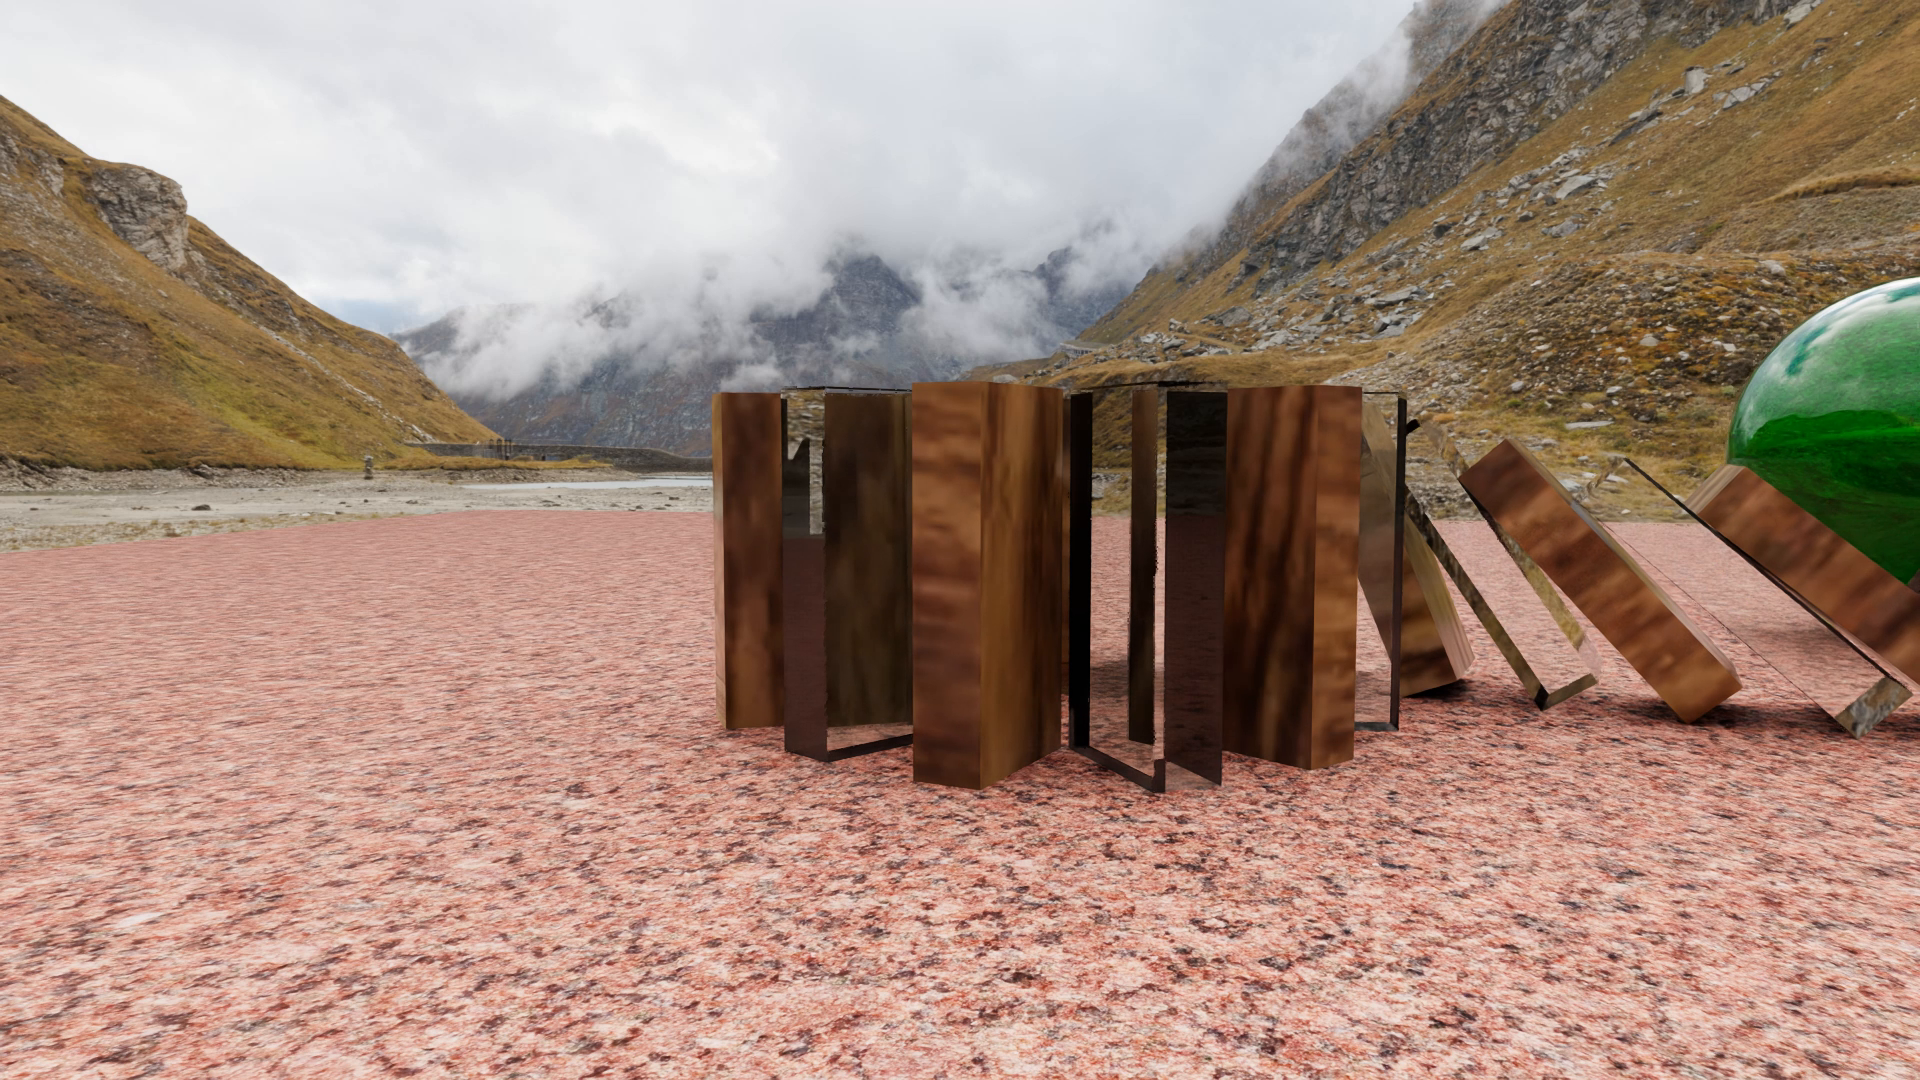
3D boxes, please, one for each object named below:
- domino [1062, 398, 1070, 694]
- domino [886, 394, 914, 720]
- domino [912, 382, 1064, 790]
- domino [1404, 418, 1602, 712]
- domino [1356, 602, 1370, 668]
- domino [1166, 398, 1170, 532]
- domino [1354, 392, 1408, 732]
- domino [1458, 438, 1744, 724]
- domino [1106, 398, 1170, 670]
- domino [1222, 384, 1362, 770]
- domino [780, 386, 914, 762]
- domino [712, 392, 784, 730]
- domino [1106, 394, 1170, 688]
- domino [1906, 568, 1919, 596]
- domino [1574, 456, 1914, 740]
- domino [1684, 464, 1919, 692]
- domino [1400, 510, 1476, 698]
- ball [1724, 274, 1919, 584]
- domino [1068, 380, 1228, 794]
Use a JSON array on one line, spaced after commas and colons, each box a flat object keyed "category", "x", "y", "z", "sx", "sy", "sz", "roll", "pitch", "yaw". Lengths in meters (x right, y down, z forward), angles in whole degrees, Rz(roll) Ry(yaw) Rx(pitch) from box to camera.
[{"category": "domino", "x": 0.017, "y": 0.000, "z": 0.229, "sx": 0.009, "sy": 0.050, "sz": 0.025, "roll": -2, "pitch": 5, "yaw": -16}, {"category": "domino", "x": 0.001, "y": 0.002, "z": 0.201, "sx": 0.025, "sy": 0.050, "sz": 0.009, "roll": 0, "pitch": 4, "yaw": -2}, {"category": "domino", "x": 0.004, "y": 0.005, "z": 0.169, "sx": 0.009, "sy": 0.050, "sz": 0.025, "roll": 2, "pitch": 5, "yaw": 28}, {"category": "domino", "x": 0.089, "y": 0.003, "z": 0.218, "sx": 0.010, "sy": 0.050, "sz": 0.025, "roll": -36, "pitch": -13, "yaw": 26}, {"category": "domino", "x": 0.063, "y": -0.001, "z": 0.235, "sx": 0.009, "sy": 0.050, "sz": 0.025, "roll": -10, "pitch": -1, "yaw": 28}, {"category": "domino", "x": 0.048, "y": 0.001, "z": 0.214, "sx": 0.025, "sy": 0.050, "sz": 0.010, "roll": -4, "pitch": 5, "yaw": -20}, {"category": "domino", "x": 0.053, "y": 0.003, "z": 0.194, "sx": 0.025, "sy": 0.050, "sz": 0.009, "roll": 1, "pitch": 4, "yaw": 7}, {"category": "domino", "x": 0.104, "y": 0.005, "z": 0.210, "sx": 0.009, "sy": 0.050, "sz": 0.025, "roll": -45, "pitch": -16, "yaw": 23}, {"category": "domino", "x": 0.036, "y": -0.001, "z": 0.248, "sx": 0.010, "sy": 0.050, "sz": 0.025, "roll": -6, "pitch": 0, "yaw": 38}, {"category": "domino", "x": 0.042, "y": 0.004, "z": 0.178, "sx": 0.010, "sy": 0.050, "sz": 0.025, "roll": -3, "pitch": 6, "yaw": -39}, {"category": "domino", "x": -0.012, "y": 0.004, "z": 0.182, "sx": 0.025, "sy": 0.050, "sz": 0.010, "roll": -4, "pitch": 6, "yaw": -44}, {"category": "domino", "x": -0.025, "y": 0.003, "z": 0.198, "sx": 0.025, "sy": 0.050, "sz": 0.009, "roll": -2, "pitch": 5, "yaw": -19}, {"category": "domino", "x": 0.037, "y": 0.000, "z": 0.231, "sx": 0.010, "sy": 0.050, "sz": 0.025, "roll": -6, "pitch": 0, "yaw": 33}, {"category": "domino", "x": 0.199, "y": 0.003, "z": 0.240, "sx": 0.025, "sy": 0.050, "sz": 0.010, "roll": 0, "pitch": 47, "yaw": 4}, {"category": "domino", "x": 0.120, "y": 0.007, "z": 0.201, "sx": 0.050, "sy": 0.009, "sz": 0.025, "roll": 45, "pitch": 19, "yaw": 14}, {"category": "domino", "x": 0.135, "y": 0.008, "z": 0.195, "sx": 0.050, "sy": 0.010, "sz": 0.025, "roll": 43, "pitch": 19, "yaw": 15}, {"category": "domino", "x": 0.076, "y": 0.001, "z": 0.227, "sx": 0.009, "sy": 0.050, "sz": 0.025, "roll": -23, "pitch": -7, "yaw": 28}, {"category": "ball", "x": 0.215, "y": -0.019, "z": 0.283, "sx": 0.080, "sy": 0.080, "sz": 0.080, "roll": 0, "pitch": 4, "yaw": 0}, {"category": "domino", "x": 0.024, "y": 0.005, "z": 0.168, "sx": 0.009, "sy": 0.050, "sz": 0.025, "roll": -2, "pitch": 5, "yaw": -20}]
